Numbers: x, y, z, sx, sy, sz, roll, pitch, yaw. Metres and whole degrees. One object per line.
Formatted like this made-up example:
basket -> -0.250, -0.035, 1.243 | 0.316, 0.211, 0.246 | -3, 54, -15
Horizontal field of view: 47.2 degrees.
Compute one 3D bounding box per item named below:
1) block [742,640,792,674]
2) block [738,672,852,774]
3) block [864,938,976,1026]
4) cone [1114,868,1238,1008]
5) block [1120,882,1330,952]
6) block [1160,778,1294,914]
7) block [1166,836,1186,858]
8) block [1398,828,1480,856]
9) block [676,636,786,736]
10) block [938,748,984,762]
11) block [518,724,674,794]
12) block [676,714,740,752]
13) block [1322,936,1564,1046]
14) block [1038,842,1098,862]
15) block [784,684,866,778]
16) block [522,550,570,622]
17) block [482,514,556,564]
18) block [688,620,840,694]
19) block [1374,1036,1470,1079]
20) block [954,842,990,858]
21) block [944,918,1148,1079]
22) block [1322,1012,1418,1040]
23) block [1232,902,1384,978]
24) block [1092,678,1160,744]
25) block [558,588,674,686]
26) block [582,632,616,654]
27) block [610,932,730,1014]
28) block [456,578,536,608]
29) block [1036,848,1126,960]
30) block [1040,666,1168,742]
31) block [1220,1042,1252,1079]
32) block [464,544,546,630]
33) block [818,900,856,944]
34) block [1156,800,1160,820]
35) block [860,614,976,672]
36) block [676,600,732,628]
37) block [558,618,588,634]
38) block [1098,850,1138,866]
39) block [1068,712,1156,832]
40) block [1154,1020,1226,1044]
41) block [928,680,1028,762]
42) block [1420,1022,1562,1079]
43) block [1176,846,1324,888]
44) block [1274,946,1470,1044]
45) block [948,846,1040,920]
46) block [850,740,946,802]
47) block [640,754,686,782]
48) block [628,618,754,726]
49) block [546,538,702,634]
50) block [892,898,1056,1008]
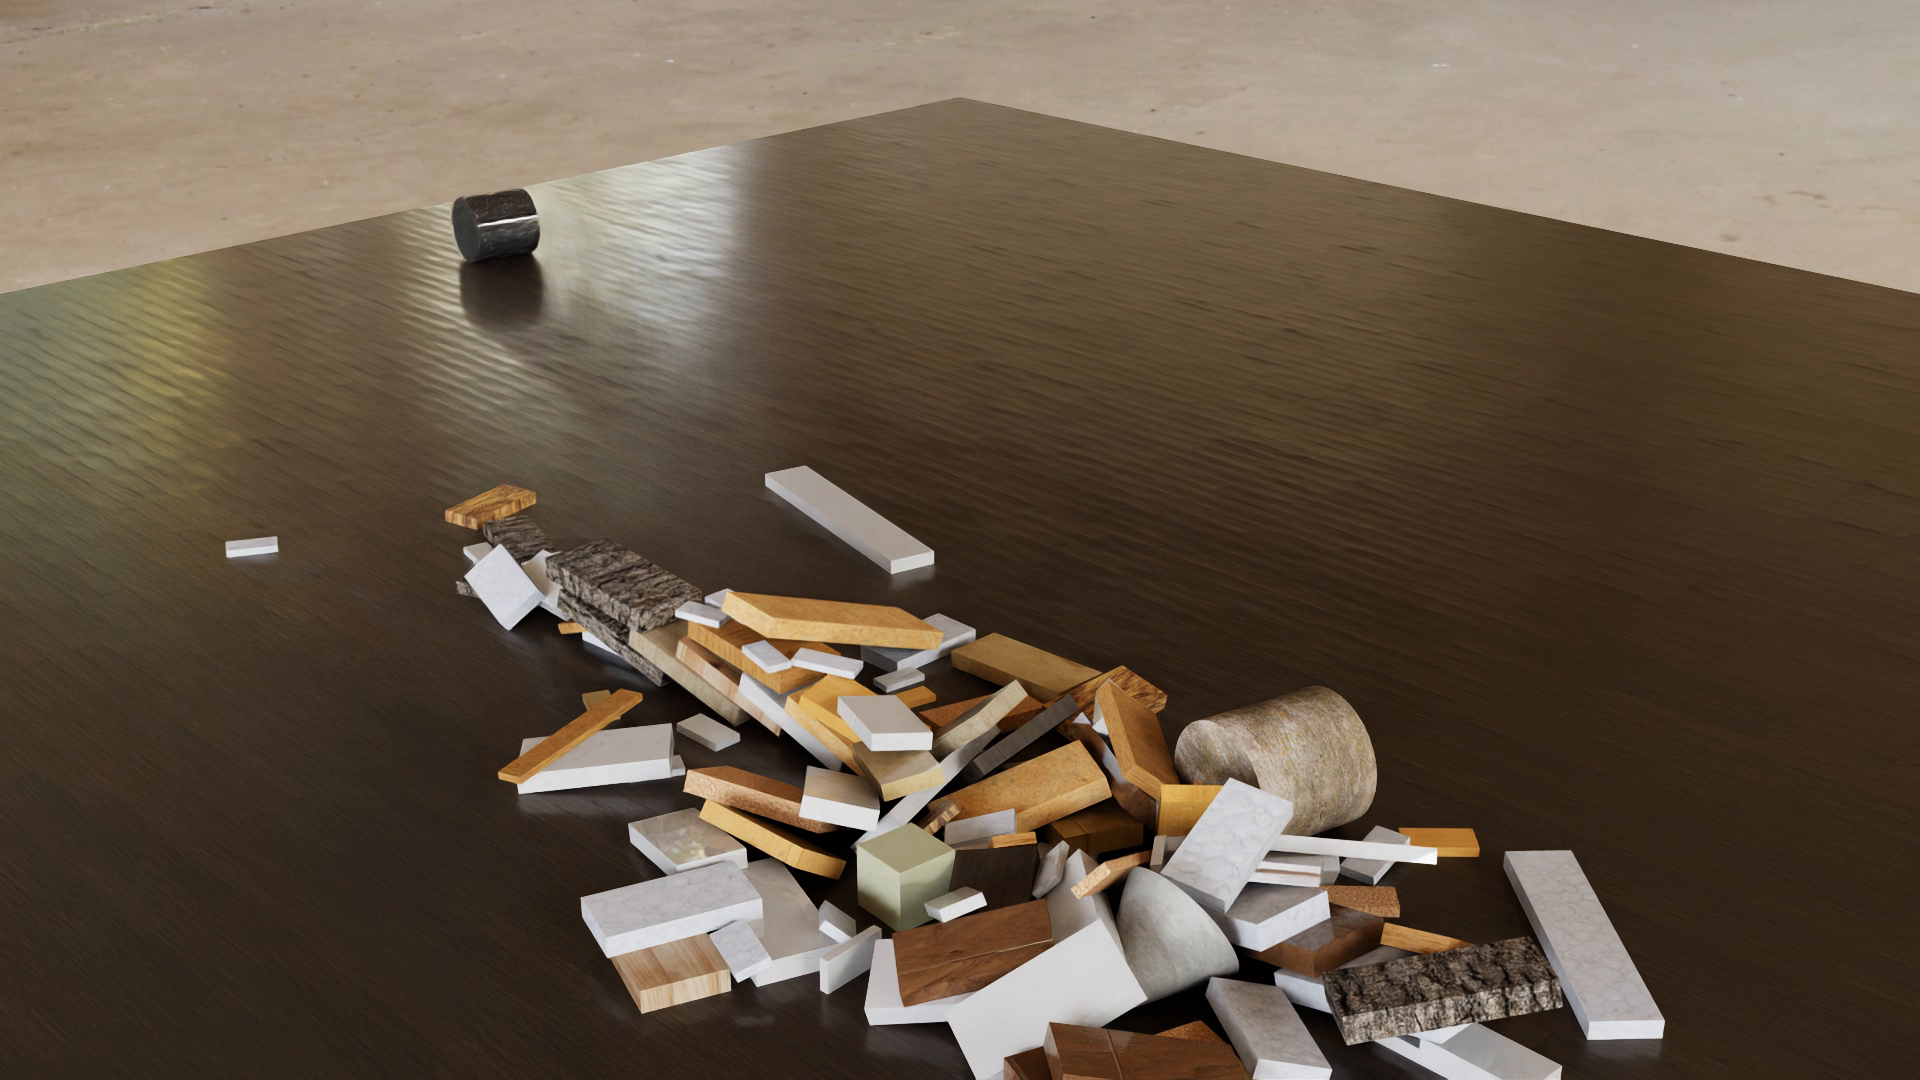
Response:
block -> -0.413, 0.249, 4.688 | 0.055, 0.016, 0.111 | -14, 30, -33
block -> -0.305, 0.369, 4.712 | 0.163, 0.046, 0.326 | -21, 47, -42
block -> -0.002, 0.757, 3.804 | 0.308, 0.044, 0.154 | -5, 38, 12
cone -> 0.304, 0.754, 3.836 | 0.258, 0.258, 0.258 | -42, 40, -20
block -> 0.475, 0.653, 3.973 | 0.177, 0.050, 0.354 | -17, 14, -36
block -> 0.479, 0.545, 3.939 | 0.129, 0.036, 0.257 | 20, 48, 28
block -> 0.490, 0.600, 4.184 | 0.210, 0.105, 0.030 | -4, 53, 8
block -> 0.942, 0.595, 4.331 | 0.146, 0.021, 0.073 | 1, 23, 1
block -> -0.453, 0.297, 4.844 | 0.326, 0.046, 0.163 | 34, 38, 27
block -> -0.004, 0.450, 4.680 | 0.105, 0.015, 0.053 | -4, 23, -9
block -> -0.760, 0.456, 4.598 | 0.314, 0.044, 0.157 | -6, 23, -2
block -> -0.545, 0.416, 4.757 | 0.133, 0.019, 0.067 | 21, 31, 41
block -> 0.785, 0.735, 3.598 | 0.351, 0.050, 0.175 | -10, 12, 1
block -> 0.204, 0.619, 4.279 | 0.121, 0.017, 0.060 | 7, 24, 17
block -> -0.207, 0.405, 4.614 | 0.308, 0.044, 0.154 | 37, 39, 28
block -> -0.980, 0.108, 5.317 | 0.239, 0.034, 0.120 | 23, 59, 43
block -> -1.147, 0.001, 5.716 | 0.120, 0.034, 0.239 | -11, 26, -25
block -> -0.430, 0.229, 4.802 | 0.163, 0.046, 0.326 | -19, 33, -39
block -> 0.814, 0.854, 3.710 | 0.103, 0.029, 0.205 | -21, 31, -40
block -> 0.060, 0.601, 4.228 | 0.164, 0.023, 0.082 | -9, -20, -5
block -> 0.141, 0.773, 3.652 | 0.307, 0.043, 0.153 | -31, 46, -1
block -> 0.731, 0.800, 3.770 | 0.103, 0.029, 0.205 | -20, 16, -39
block -> 0.573, 0.694, 3.951 | 0.175, 0.050, 0.351 | -16, 13, -34
block -> 0.349, 0.388, 4.605 | 0.148, 0.042, 0.295 | 42, 11, -3
block -> -0.744, 0.196, 5.076 | 0.354, 0.050, 0.177 | 34, 38, 27
block -> -0.800, 0.234, 5.178 | 0.172, 0.024, 0.086 | 19, 30, 38
block -> -0.548, 0.730, 3.981 | 0.164, 0.047, 0.329 | -10, 25, -23
block -> -1.120, 0.115, 5.449 | 0.227, 0.032, 0.113 | 10, 25, 22
block -> 0.192, 0.709, 3.882 | 0.050, 0.177, 0.354 | 40, 14, -19
block -> 0.315, 0.365, 4.816 | 0.134, 0.038, 0.268 | 33, 38, 33
block -> 0.328, 0.925, 3.517 | 0.354, 0.050, 0.177 | -13, 26, -28
block -> -1.104, 0.113, 5.329 | 0.120, 0.034, 0.239 | -43, 43, -6
block -> -0.222, 0.698, 3.993 | 0.069, 0.020, 0.138 | 35, 3, -6
block -> 0.412, 0.562, 4.280 | 0.061, 0.122, 0.017 | -1, 23, -2
block -> -0.097, 0.243, 5.143 | 0.251, 0.036, 0.126 | -21, 31, -40
block -> -0.566, 0.164, 4.850 | 0.111, 0.016, 0.055 | 14, 27, 21
block -> -0.862, 0.192, 5.193 | 0.172, 0.024, 0.086 | -6, 14, 44
block -> 0.271, 0.621, 4.157 | 0.076, 0.021, 0.151 | -13, -12, -28
block -> 0.340, 0.482, 4.432 | 0.167, 0.047, 0.335 | 39, 7, -27
block -> 0.377, 0.849, 3.695 | 0.132, 0.019, 0.066 | -7, 32, -39
block -> 0.008, 0.383, 4.465 | 0.139, 0.039, 0.278 | -38, 1, -44
block -> 0.875, 0.856, 3.631 | 0.103, 0.029, 0.205 | -20, 30, -39
block -> 0.525, 0.589, 3.995 | 0.263, 0.037, 0.131 | 3, 2, 12
block -> 0.730, 0.762, 3.755 | 0.175, 0.050, 0.351 | -20, 16, -38
block -> 0.052, 0.679, 3.974 | 0.154, 0.044, 0.308 | -5, 35, 13
block -> -0.126, 0.445, 4.380 | 0.125, 0.035, 0.250 | -16, 17, -13
block -> -0.640, 0.479, 4.610 | 0.118, 0.017, 0.059 | -7, 24, -16
block -> -0.557, 0.275, 4.932 | 0.354, 0.050, 0.177 | 34, 37, 29
block -> -0.778, 0.101, 5.071 | 0.354, 0.050, 0.177 | 26, 34, 38
block -> 0.026, 0.710, 3.786 | 0.274, 0.039, 0.137 | -13, 37, 2
